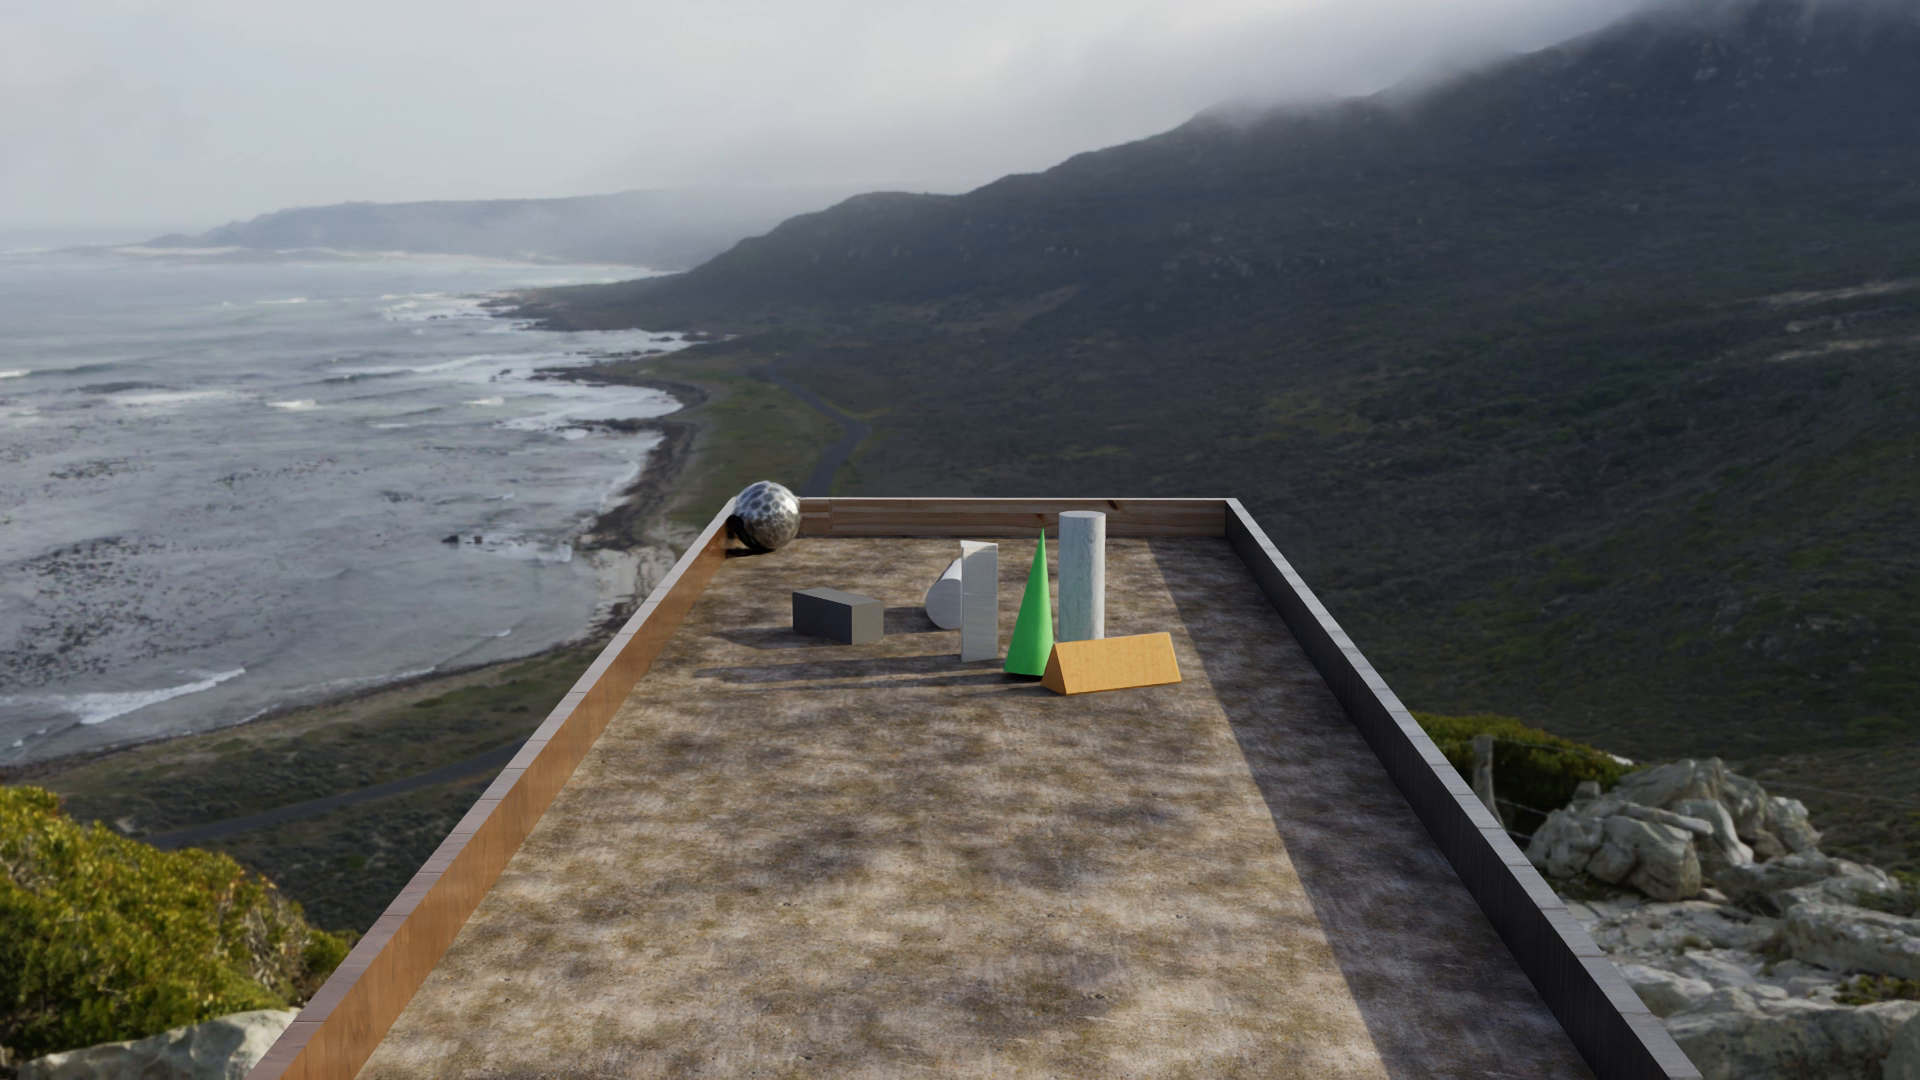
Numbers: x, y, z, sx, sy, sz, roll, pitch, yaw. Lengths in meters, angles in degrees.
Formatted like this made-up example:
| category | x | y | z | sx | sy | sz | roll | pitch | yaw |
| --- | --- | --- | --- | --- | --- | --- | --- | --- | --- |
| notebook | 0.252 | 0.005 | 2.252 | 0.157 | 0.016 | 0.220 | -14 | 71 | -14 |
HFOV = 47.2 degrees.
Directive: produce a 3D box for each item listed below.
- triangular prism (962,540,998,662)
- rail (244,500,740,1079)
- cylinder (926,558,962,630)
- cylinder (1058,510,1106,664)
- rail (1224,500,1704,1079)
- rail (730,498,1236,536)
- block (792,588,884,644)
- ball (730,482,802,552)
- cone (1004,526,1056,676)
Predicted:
| category | x | y | z | sx | sy | sz | roll | pitch | yaw |
| --- | --- | --- | --- | --- | --- | --- | --- | --- | --- |
| triangular prism | 0.033 | 0.184 | 6.719 | 0.126 | 0.354 | 0.109 | -5 | 10 | -31 |
| rail | -1.004 | 0.839 | 3.234 | 0.050 | 0.150 | 12.000 | 0 | 9 | 1 |
| cylinder | -0.003 | 0.176 | 7.358 | 0.170 | 0.170 | 0.418 | 1 | 9 | 7 |
| cylinder | 0.370 | 0.142 | 6.690 | 0.141 | 0.446 | 0.141 | 0 | 9 | 0 |
| rail | 1.046 | 0.843 | 3.208 | 0.050 | 0.150 | 12.000 | 0 | 9 | 1 |
| rail | 0.099 | -0.098 | 9.147 | 2.100 | 0.150 | 0.050 | 0 | 9 | 1 |
| block | -0.394 | 0.242 | 7.078 | 0.126 | 0.126 | 0.323 | -7 | 12 | -39 |
| ball | -0.768 | -0.094 | 8.714 | 0.278 | 0.278 | 0.278 | 0 | 9 | 0 |
| cone | 0.225 | 0.173 | 6.461 | 0.157 | 0.436 | 0.157 | 5 | 1 | 0 |
